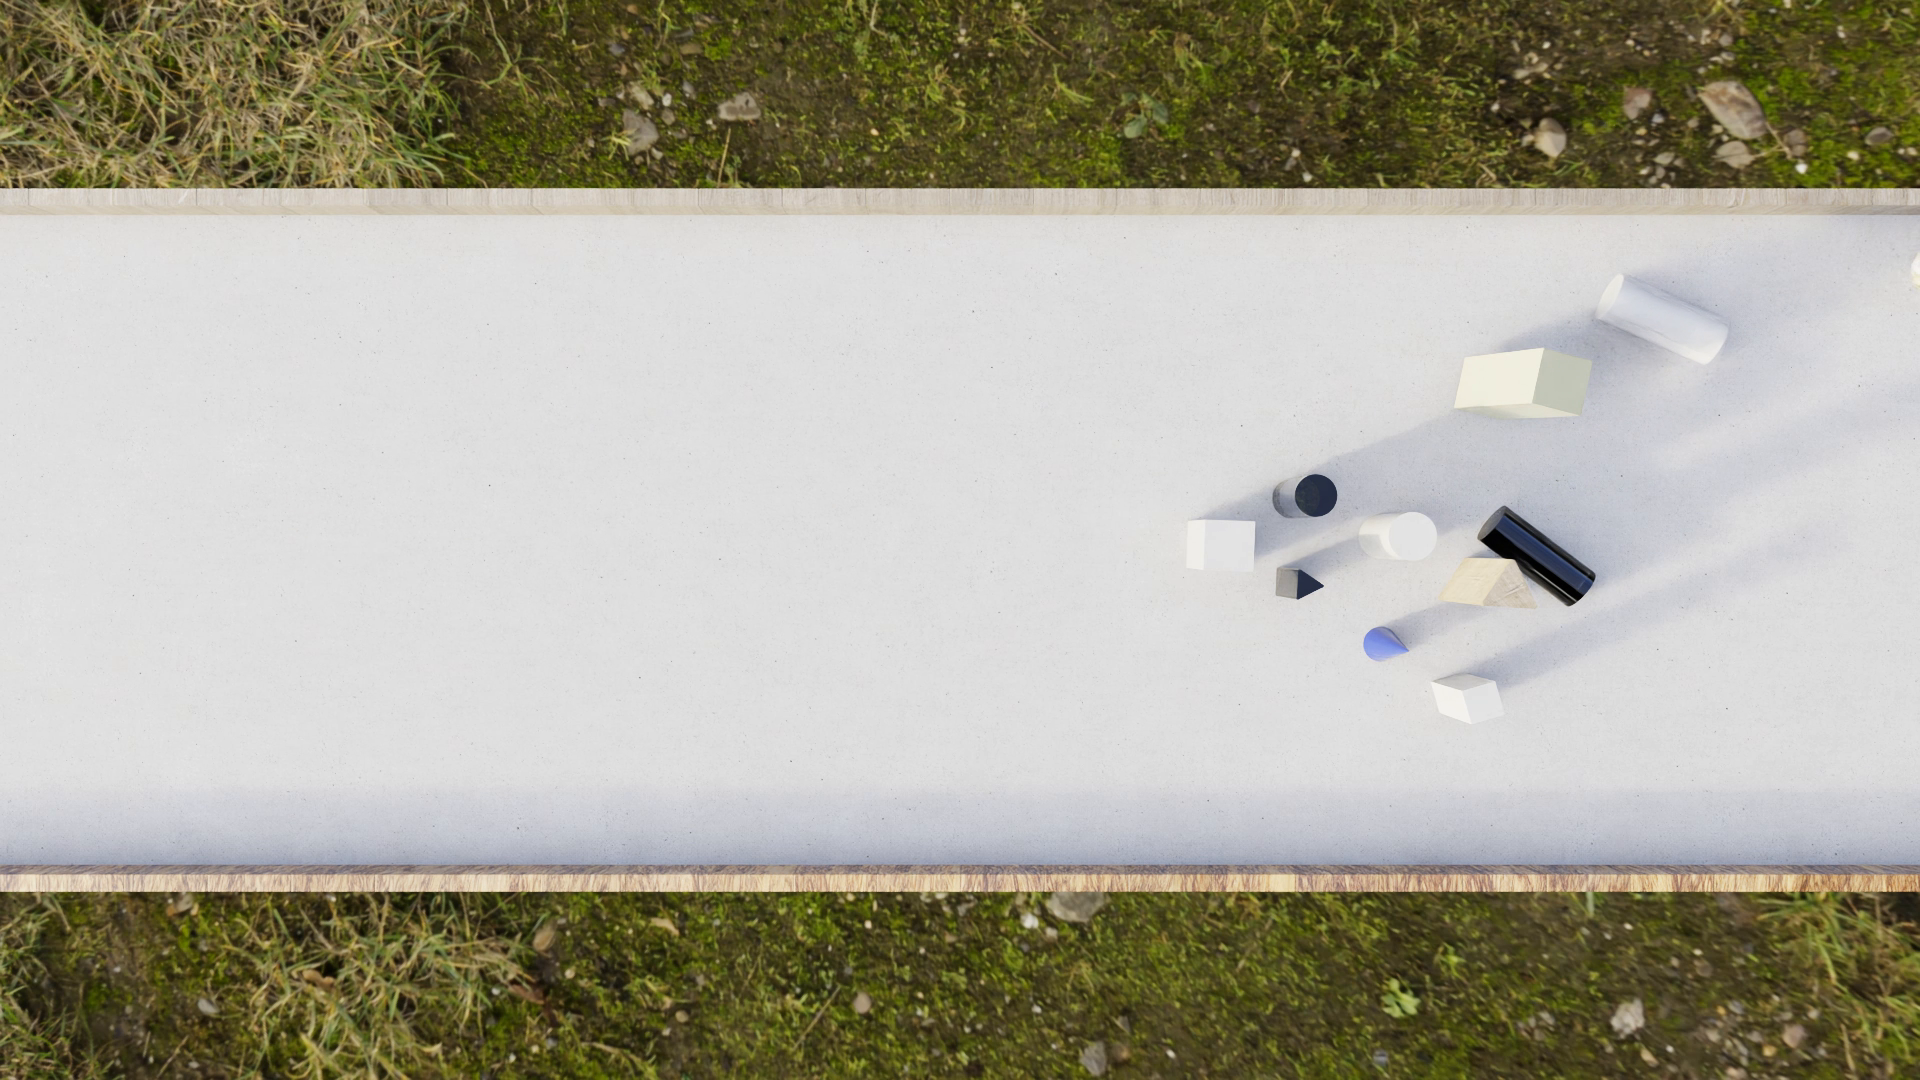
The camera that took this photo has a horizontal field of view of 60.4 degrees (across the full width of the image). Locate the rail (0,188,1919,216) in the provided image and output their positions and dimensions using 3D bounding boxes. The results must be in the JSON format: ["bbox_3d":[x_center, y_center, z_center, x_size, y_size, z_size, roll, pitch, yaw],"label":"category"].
[{"bbox_3d":[-2.247,-1.025,5.002,12.000,0.150,0.050,0,90,0],"label":"rail"}]

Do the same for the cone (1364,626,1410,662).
[{"bbox_3d":[1.295,0.320,4.912,0.108,0.329,0.108,0,90,0],"label":"cone"}]

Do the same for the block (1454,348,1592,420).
[{"bbox_3d":[1.648,-0.454,4.848,0.158,0.433,0.158,12,90,-12],"label":"block"}]

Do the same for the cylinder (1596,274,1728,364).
[{"bbox_3d":[2.128,-0.669,5.003,0.346,0.146,0.146,24,90,0],"label":"cylinder"}]

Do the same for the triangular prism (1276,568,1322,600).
[{"bbox_3d":[0.994,0.118,4.915,0.087,0.324,0.075,-27,90,0],"label":"triangular prism"}]

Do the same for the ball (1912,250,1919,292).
[{"bbox_3d":[2.987,-0.816,4.974,0.206,0.206,0.206,0,90,0],"label":"ball"}]

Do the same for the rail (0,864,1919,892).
[{"bbox_3d":[-2.247,1.025,5.001,12.000,0.150,0.050,0,90,0],"label":"rail"}]

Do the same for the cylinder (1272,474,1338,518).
[{"bbox_3d":[1.022,-0.128,4.905,0.123,0.342,0.123,0,90,0],"label":"cylinder"}]

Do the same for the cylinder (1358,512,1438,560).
[{"bbox_3d":[1.297,-0.011,4.900,0.140,0.353,0.140,0,90,0],"label":"cylinder"}]

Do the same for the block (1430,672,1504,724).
[{"bbox_3d":[1.511,0.470,4.918,0.100,0.316,0.100,-16,90,0],"label":"block"}]

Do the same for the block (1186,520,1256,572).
[{"bbox_3d":[0.771,0.016,4.899,0.144,0.354,0.144,2,90,0],"label":"block"}]

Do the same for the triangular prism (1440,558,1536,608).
[{"bbox_3d":[1.554,0.120,4.861,0.153,0.430,0.133,4,90,0],"label":"triangular prism"}]

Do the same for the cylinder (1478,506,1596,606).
[{"bbox_3d":[1.750,0.049,5.011,0.337,0.131,0.131,37,90,0],"label":"cylinder"}]
